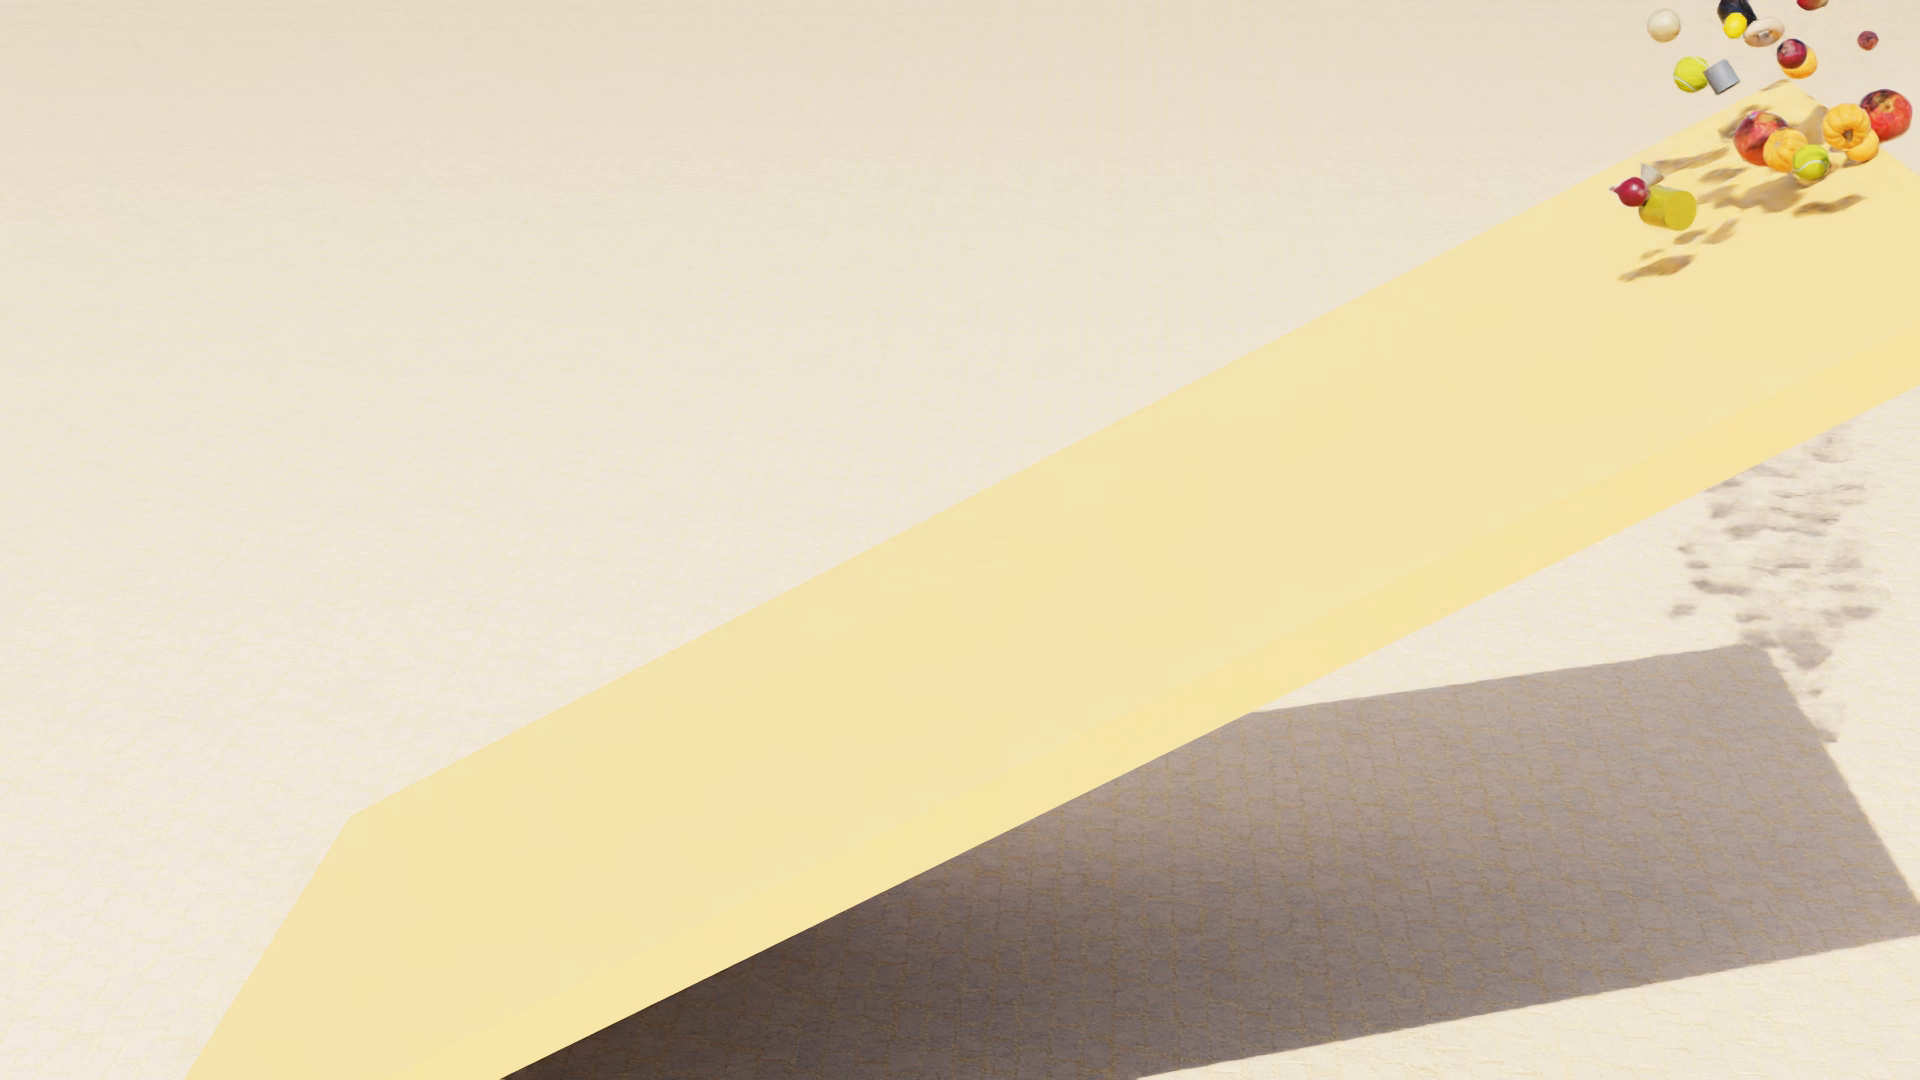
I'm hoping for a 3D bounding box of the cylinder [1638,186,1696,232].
[{"bbox_3d":[1.403,-0.658,5.835,0.081,0.081,0.081,-9,17,-25],"label":"cylinder"}]

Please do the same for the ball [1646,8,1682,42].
[{"bbox_3d":[1.411,-1.031,5.894,0.068,0.068,0.068,0,18,0],"label":"ball"}]

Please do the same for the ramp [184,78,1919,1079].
[{"bbox_3d":[0.141,0.167,6.282,4.000,0.100,2.000,-27,14,11],"label":"ramp"}]

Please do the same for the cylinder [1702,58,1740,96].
[{"bbox_3d":[1.441,-0.876,5.565,0.051,0.051,0.051,-30,-4,-2],"label":"cylinder"}]

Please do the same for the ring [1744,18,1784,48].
[{"bbox_3d":[1.533,-0.968,5.610,0.077,0.077,0.026,-2,62,-7],"label":"ring"}]

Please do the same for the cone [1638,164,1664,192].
[{"bbox_3d":[1.378,-0.718,5.914,0.056,0.056,0.056,36,0,0],"label":"cone"}]
